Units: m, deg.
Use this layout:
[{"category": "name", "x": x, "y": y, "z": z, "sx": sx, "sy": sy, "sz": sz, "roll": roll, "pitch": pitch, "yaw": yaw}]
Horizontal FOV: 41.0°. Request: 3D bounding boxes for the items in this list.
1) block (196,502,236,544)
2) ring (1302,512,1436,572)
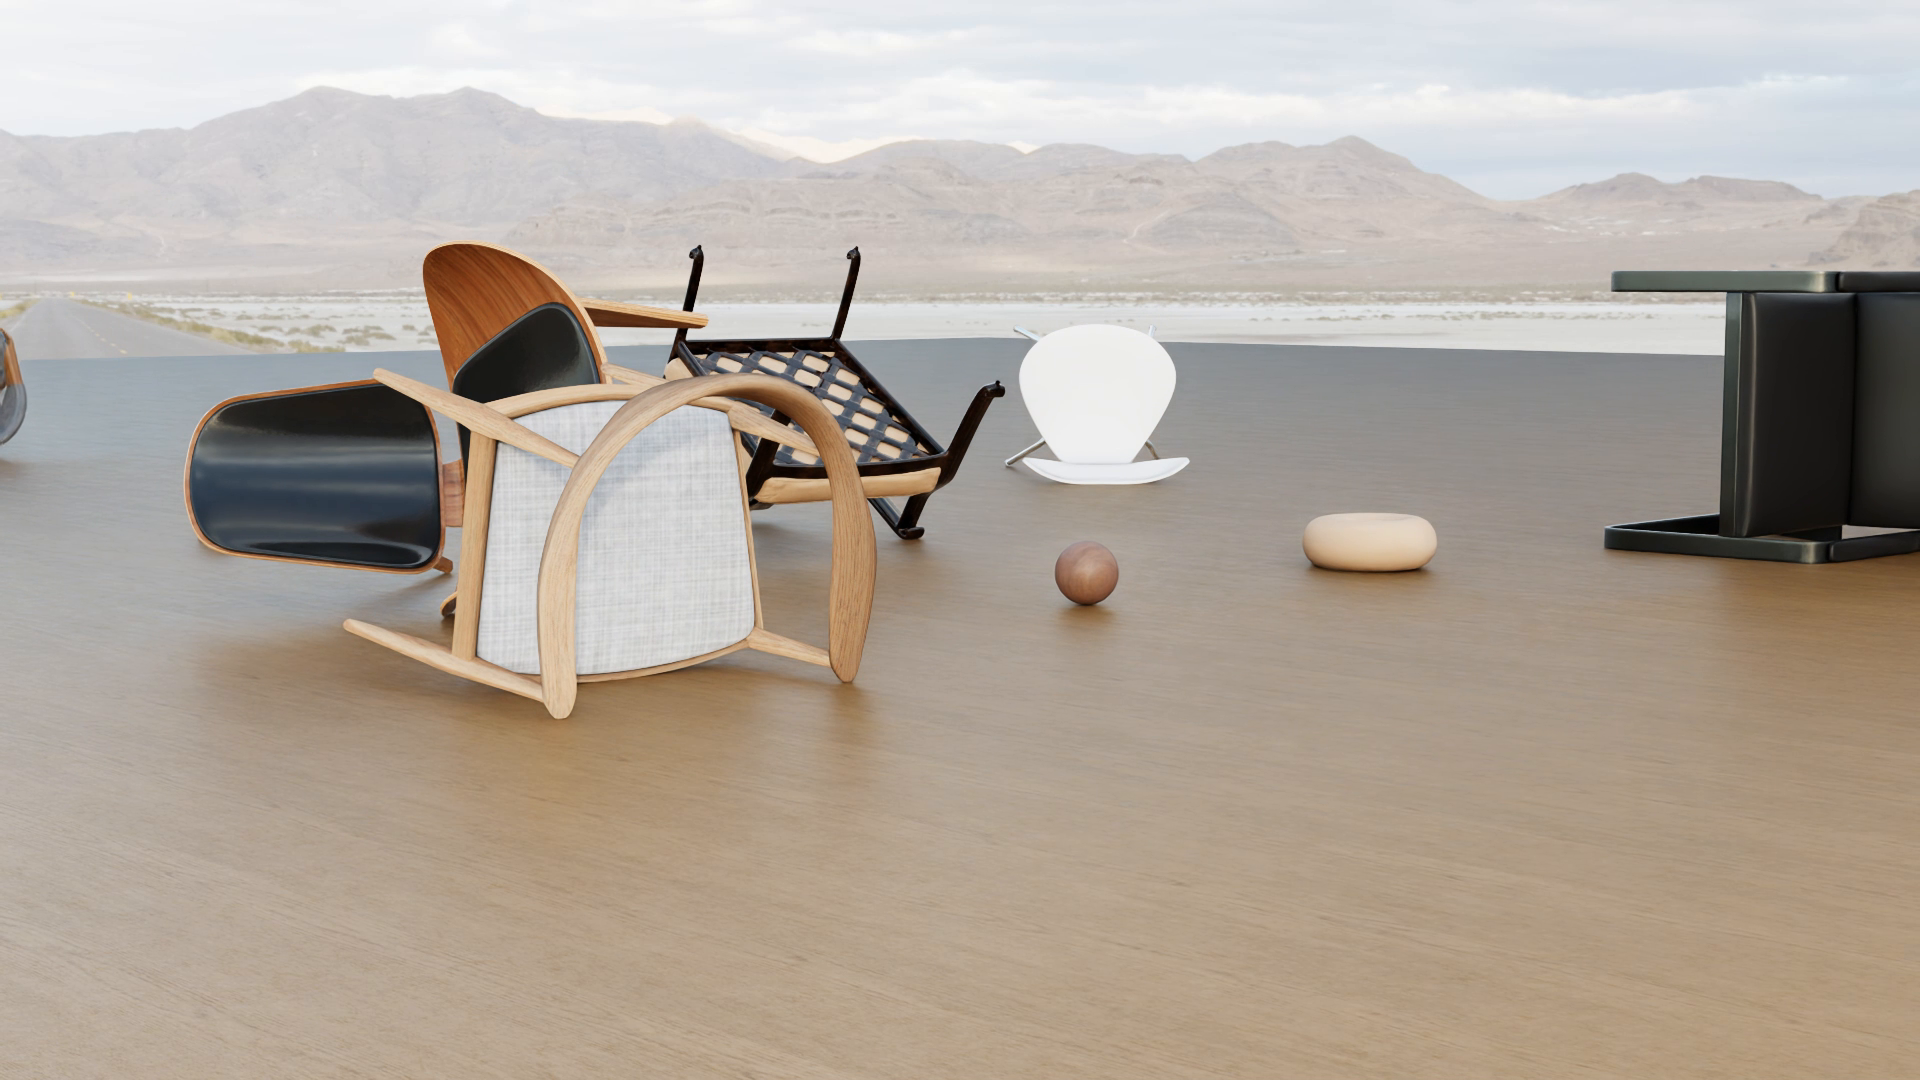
[{"category": "block", "x": -1.847, "y": -0.044, "z": 6.372, "sx": 0.066, "sy": 0.095, "sz": 0.075, "roll": -5, "pitch": 8, "yaw": -41}, {"category": "ring", "x": 0.929, "y": 0.004, "z": 5.824, "sx": 0.288, "sy": 0.114, "sz": 0.333, "roll": -4, "pitch": 6, "yaw": -25}]
